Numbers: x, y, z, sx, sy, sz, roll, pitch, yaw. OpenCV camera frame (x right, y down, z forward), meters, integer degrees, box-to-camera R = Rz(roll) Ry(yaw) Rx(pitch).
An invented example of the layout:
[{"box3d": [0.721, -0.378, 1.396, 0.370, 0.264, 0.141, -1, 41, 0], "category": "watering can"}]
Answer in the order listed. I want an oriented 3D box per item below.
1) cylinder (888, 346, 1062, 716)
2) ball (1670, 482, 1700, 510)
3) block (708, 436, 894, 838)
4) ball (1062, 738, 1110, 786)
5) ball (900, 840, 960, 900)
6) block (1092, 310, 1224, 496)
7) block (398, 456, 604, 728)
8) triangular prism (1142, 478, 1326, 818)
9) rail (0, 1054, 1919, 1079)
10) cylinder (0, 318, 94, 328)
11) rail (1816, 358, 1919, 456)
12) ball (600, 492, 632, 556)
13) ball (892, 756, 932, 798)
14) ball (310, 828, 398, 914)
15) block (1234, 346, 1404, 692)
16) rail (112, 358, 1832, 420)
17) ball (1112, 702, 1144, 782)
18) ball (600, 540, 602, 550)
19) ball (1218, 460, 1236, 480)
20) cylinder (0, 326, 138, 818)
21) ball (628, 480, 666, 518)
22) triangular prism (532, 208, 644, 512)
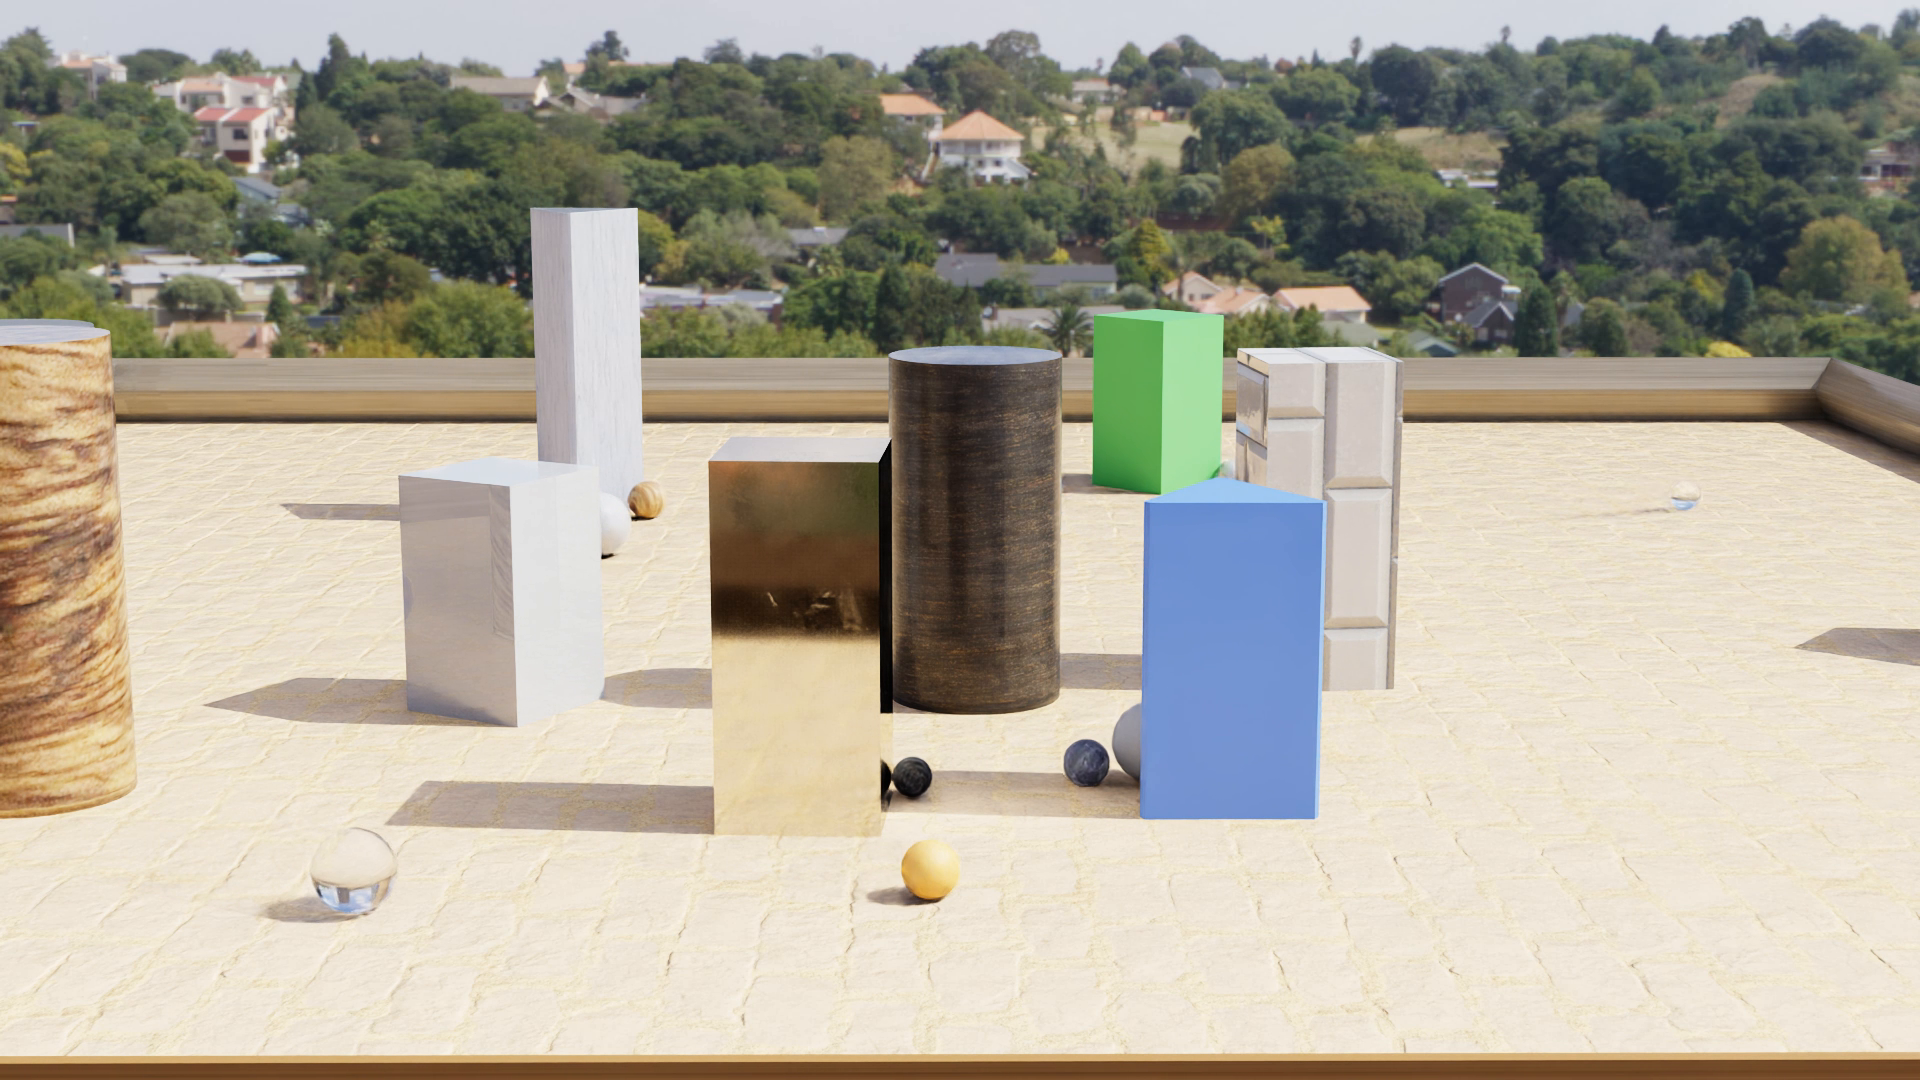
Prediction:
[{"box3d": [0.017, -0.016, 2.976, 0.200, 0.400, 0.200, 0, 10, 0], "category": "cylinder"}, {"box3d": [1.203, -0.073, 4.254, 0.049, 0.049, 0.049, 0, 10, 0], "category": "ball"}, {"box3d": [-0.151, 0.091, 2.503, 0.160, 0.363, 0.160, 1, 10, 3], "category": "block"}, {"box3d": [0.129, 0.227, 2.628, 0.048, 0.048, 0.048, 0, 10, 0], "category": "ball"}, {"box3d": [-0.026, 0.291, 2.271, 0.053, 0.053, 0.053, 0, 10, 0], "category": "ball"}, {"box3d": [0.346, -0.245, 4.493, 0.160, 0.299, 0.160, -10, 15, -44], "category": "block"}, {"box3d": [-0.523, 0.055, 2.941, 0.160, 0.273, 0.160, 6, 12, 29], "category": "block"}, {"box3d": [0.264, 0.105, 2.560, 0.173, 0.314, 0.150, 0, 10, 0], "category": "triangular prism"}, {"box3d": [0.011, 0.375, 1.601, 3.638, 0.130, 0.045, 0, 10, 0], "category": "rail"}, {"box3d": [-1.085, -0.027, 2.941, 0.200, 0.435, 0.200, 0, 10, 0], "category": "cylinder"}, {"box3d": [1.795, 0.031, 3.459, 0.045, 0.130, 3.806, 0, 10, 0], "category": "rail"}, {"box3d": [-0.543, -0.024, 3.853, 0.098, 0.098, 0.098, 0, 10, 0], "category": "ball"}, {"box3d": [-0.049, 0.239, 2.588, 0.040, 0.040, 0.040, 0, 10, 0], "category": "ball"}, {"box3d": [-0.527, 0.287, 2.232, 0.074, 0.074, 0.074, 0, 10, 0], "category": "ball"}, {"box3d": [0.424, -0.027, 3.068, 0.160, 0.389, 0.160, -1, 11, -7], "category": "block"}, {"box3d": [-0.011, -0.308, 5.297, 3.638, 0.130, 0.045, 0, 10, 0], "category": "rail"}, {"box3d": [0.198, 0.207, 2.637, 0.085, 0.085, 0.085, 0, 10, 0], "category": "ball"}, {"box3d": [-0.561, 0.007, 3.761, 0.071, 0.071, 0.071, 0, 10, 0], "category": "ball"}, {"box3d": [0.476, -0.118, 4.499, 0.047, 0.047, 0.047, 0, 10, 0], "category": "ball"}, {"box3d": [-0.941, 0.027, 2.569, 0.200, 0.464, 0.200, 0, 10, 0], "category": "cylinder"}, {"box3d": [-0.509, -0.065, 4.175, 0.062, 0.062, 0.062, 0, 10, 0], "category": "ball"}, {"box3d": [-0.636, -0.291, 4.197, 0.150, 0.497, 0.173, 7, 12, 32], "category": "triangular prism"}]
